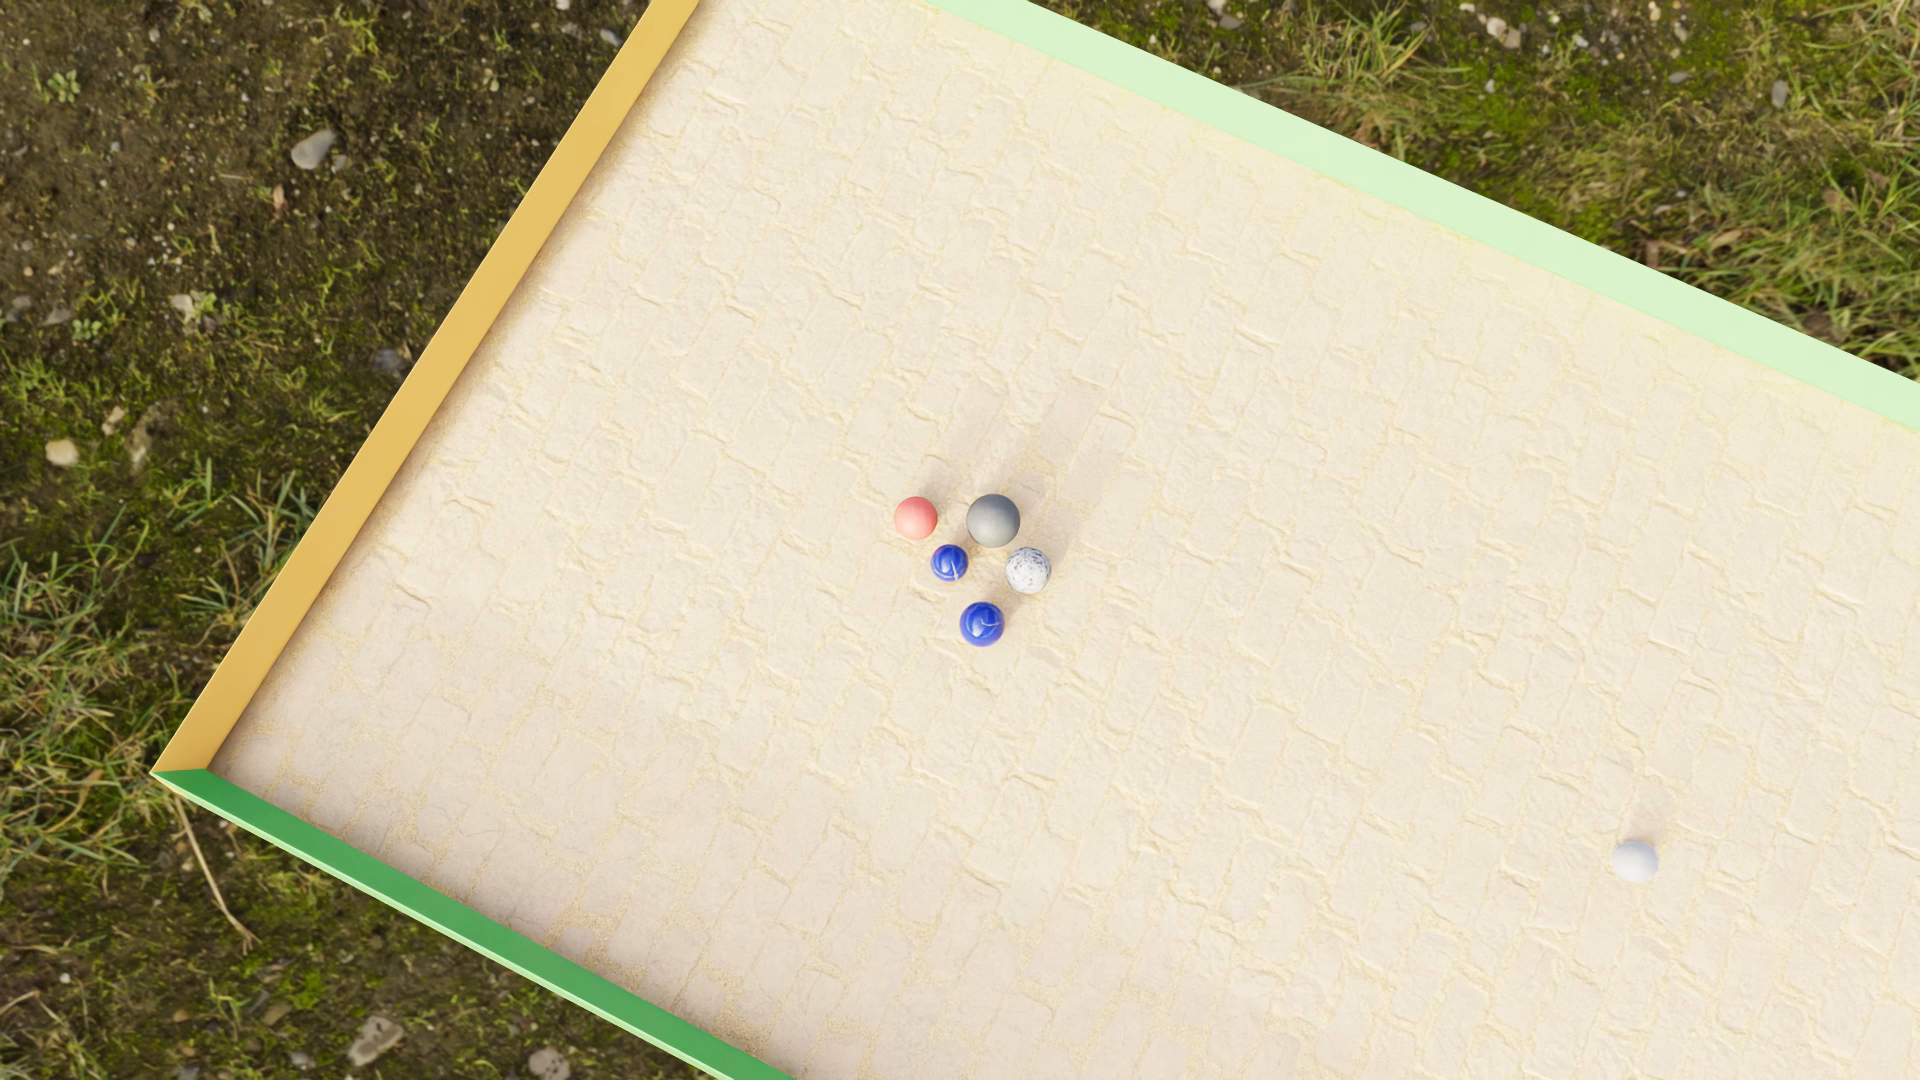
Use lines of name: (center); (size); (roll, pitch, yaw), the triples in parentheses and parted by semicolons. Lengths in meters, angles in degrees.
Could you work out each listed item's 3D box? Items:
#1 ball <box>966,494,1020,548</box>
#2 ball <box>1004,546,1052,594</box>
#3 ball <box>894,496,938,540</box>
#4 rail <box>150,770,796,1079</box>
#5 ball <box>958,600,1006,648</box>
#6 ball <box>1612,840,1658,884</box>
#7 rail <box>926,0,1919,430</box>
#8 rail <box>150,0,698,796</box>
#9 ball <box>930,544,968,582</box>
ball: (0.052, -0.030, 3.452); (0.086, 0.086, 0.086); (0, 70, 0)
ball: (0.106, 0.047, 3.431); (0.073, 0.073, 0.073); (0, 70, 0)
ball: (-0.070, -0.034, 3.463); (0.070, 0.070, 0.070); (0, 70, 0)
rail: (0.400, 1.095, 3.020); (3.552, 0.112, 0.045); (25, 72, 9)
ball: (0.034, 0.131, 3.400); (0.073, 0.073, 0.073); (0, 70, 0)
ball: (1.006, 0.479, 3.274); (0.066, 0.066, 0.066); (0, 70, 0)
rail: (1.184, -0.357, 3.559); (3.552, 0.112, 0.045); (25, 72, 9)
rail: (-0.771, -0.373, 3.565); (0.045, 0.112, 1.784); (25, 72, 9)
ball: (-0.016, 0.036, 3.441); (0.061, 0.061, 0.061); (0, 70, 0)
